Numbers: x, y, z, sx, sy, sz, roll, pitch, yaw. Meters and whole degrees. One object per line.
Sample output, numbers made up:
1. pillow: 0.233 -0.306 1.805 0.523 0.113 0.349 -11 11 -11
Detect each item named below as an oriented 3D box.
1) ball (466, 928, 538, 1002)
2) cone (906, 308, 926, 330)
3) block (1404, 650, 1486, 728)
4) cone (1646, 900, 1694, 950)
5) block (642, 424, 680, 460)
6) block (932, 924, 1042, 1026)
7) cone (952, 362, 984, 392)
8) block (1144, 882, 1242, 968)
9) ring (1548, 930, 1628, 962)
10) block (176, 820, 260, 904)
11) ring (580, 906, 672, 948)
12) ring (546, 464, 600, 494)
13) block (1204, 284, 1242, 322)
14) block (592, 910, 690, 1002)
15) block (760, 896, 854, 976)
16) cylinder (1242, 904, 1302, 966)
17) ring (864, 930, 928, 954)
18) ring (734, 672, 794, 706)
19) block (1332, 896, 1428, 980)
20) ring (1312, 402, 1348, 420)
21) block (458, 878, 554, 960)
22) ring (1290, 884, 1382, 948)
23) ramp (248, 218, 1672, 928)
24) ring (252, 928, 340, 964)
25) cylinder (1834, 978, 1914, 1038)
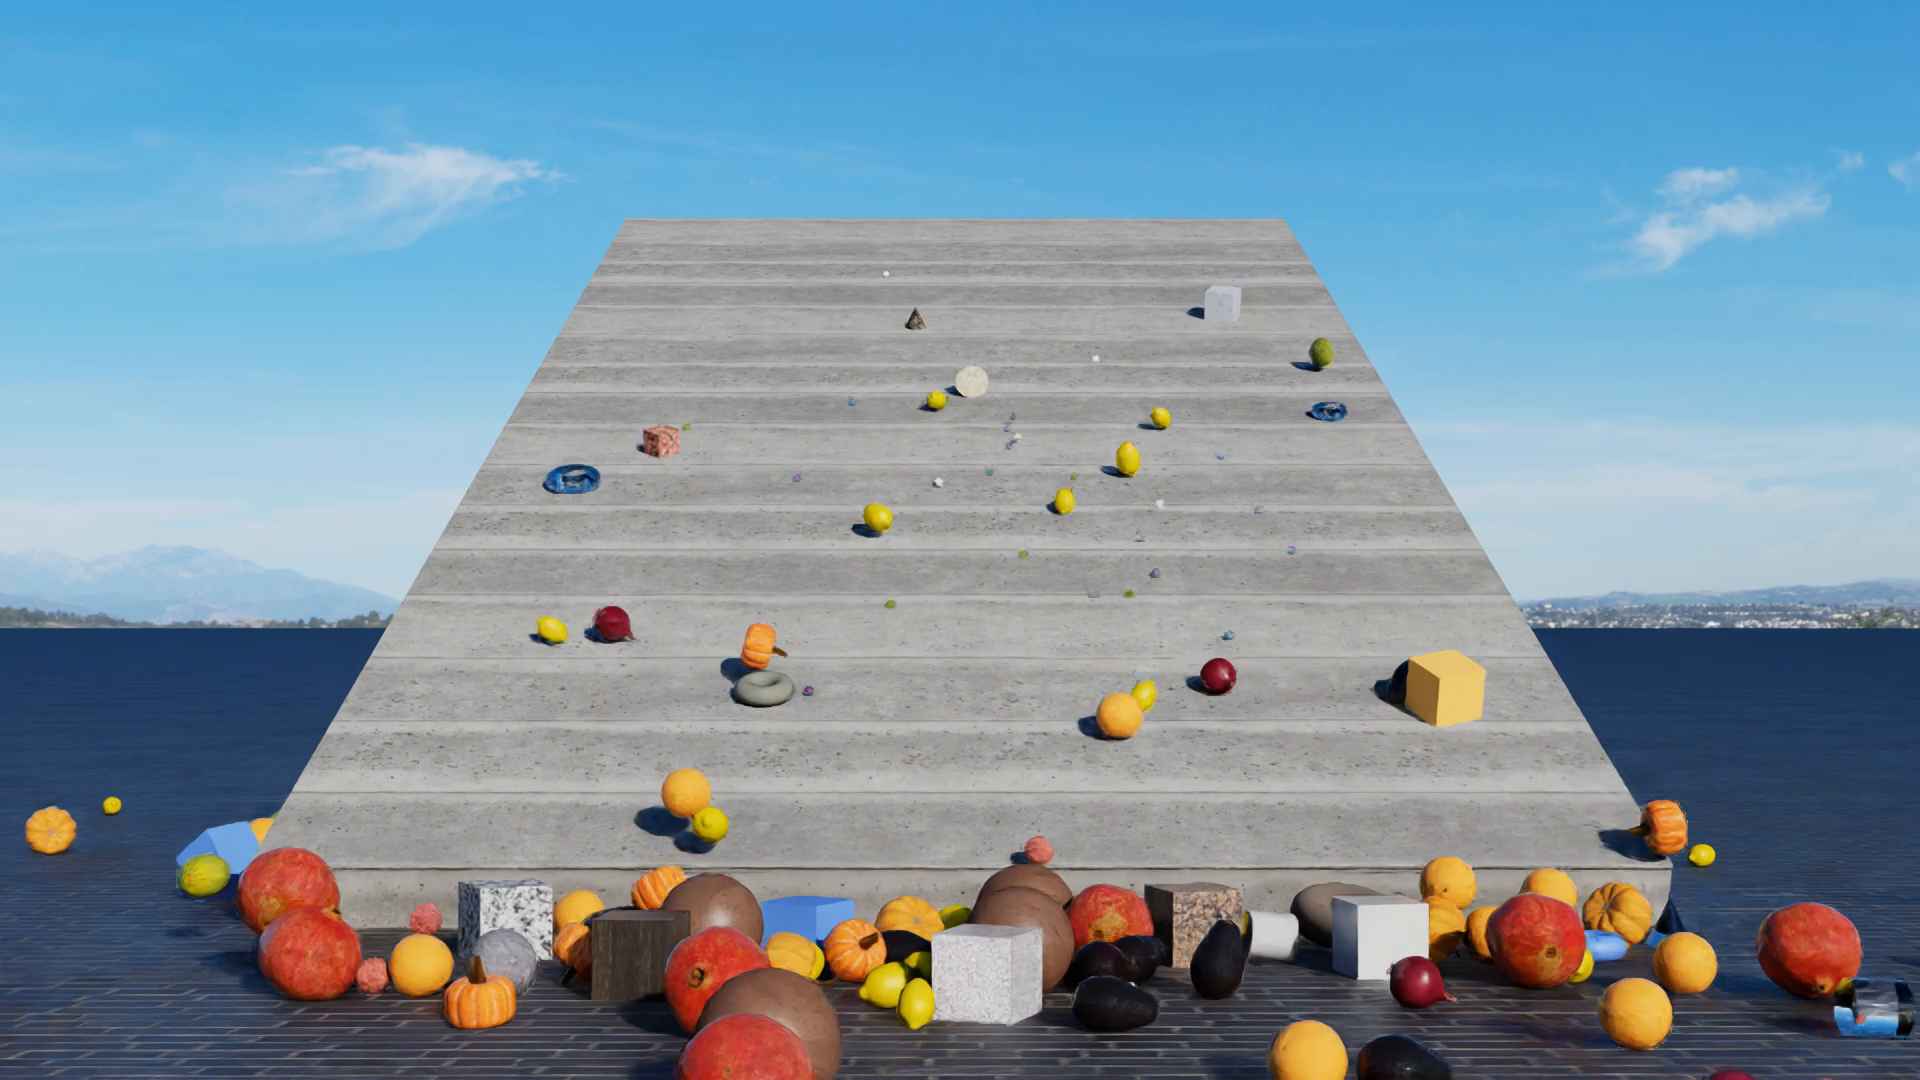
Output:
1. ball: -0.525 0.486 2.612 0.081 0.081 0.081 0 -2 0
2. cone: -0.113 -0.566 5.788 0.053 0.053 0.053 0 21 0
3. block: 0.777 0.237 3.654 0.087 0.087 0.087 -9 23 -22
4. cone: 0.947 0.508 3.044 0.062 0.062 0.062 -1 5 0
5. block: -0.635 -0.209 4.856 0.054 0.054 0.054 20 28 41
6. block: 0.030 0.477 2.513 0.093 0.093 0.093 -1 -2 23
7. cone: 0.026 -0.360 5.278 0.076 0.076 0.076 0 -28 14
8. block: 0.297 0.490 2.911 0.094 0.094 0.094 1 -2 -17
9. ring: 0.808 0.523 2.936 0.097 0.032 0.097 -1 -2 0
10. block: -1.140 0.498 3.533 0.084 0.084 0.084 -41 -16 24
11. ring: -0.431 0.518 3.030 0.147 0.049 0.147 0 -1 0
12. ring: -0.789 -0.124 4.659 0.111 0.037 0.111 0 20 0
13. block: 0.675 -0.607 5.868 0.075 0.075 0.075 8 22 20
14. block: -0.369 0.482 2.648 0.093 0.093 0.093 0 -2 7
15. block: -0.191 0.494 2.855 0.084 0.084 0.084 -1 -2 31
16. cylinder: 0.393 0.504 2.904 0.060 0.060 0.060 -23 7 -23
17. ring: -0.084 0.526 2.987 0.083 0.028 0.083 0 -5 0
18. ring: -0.319 0.242 3.715 0.097 0.032 0.097 0 20 0
19. block: 0.517 0.489 2.809 0.090 0.090 0.090 0 -2 -11
20. ring: 0.827 -0.288 5.106 0.080 0.027 0.080 1 20 0
21. block: -0.587 0.491 2.944 0.096 0.096 0.096 1 -2 -29
22. ring: 0.517 0.505 3.057 0.149 0.050 0.149 3 16 -1
23. ramp: -0.006 -0.215 5.088 2.000 0.100 4.000 0 21 0
24. ring: -0.850 0.520 2.923 0.110 0.037 0.110 0 -1 0
25. cylinder: 0.950 0.487 2.372 0.060 0.060 0.060 3 -2 -2
